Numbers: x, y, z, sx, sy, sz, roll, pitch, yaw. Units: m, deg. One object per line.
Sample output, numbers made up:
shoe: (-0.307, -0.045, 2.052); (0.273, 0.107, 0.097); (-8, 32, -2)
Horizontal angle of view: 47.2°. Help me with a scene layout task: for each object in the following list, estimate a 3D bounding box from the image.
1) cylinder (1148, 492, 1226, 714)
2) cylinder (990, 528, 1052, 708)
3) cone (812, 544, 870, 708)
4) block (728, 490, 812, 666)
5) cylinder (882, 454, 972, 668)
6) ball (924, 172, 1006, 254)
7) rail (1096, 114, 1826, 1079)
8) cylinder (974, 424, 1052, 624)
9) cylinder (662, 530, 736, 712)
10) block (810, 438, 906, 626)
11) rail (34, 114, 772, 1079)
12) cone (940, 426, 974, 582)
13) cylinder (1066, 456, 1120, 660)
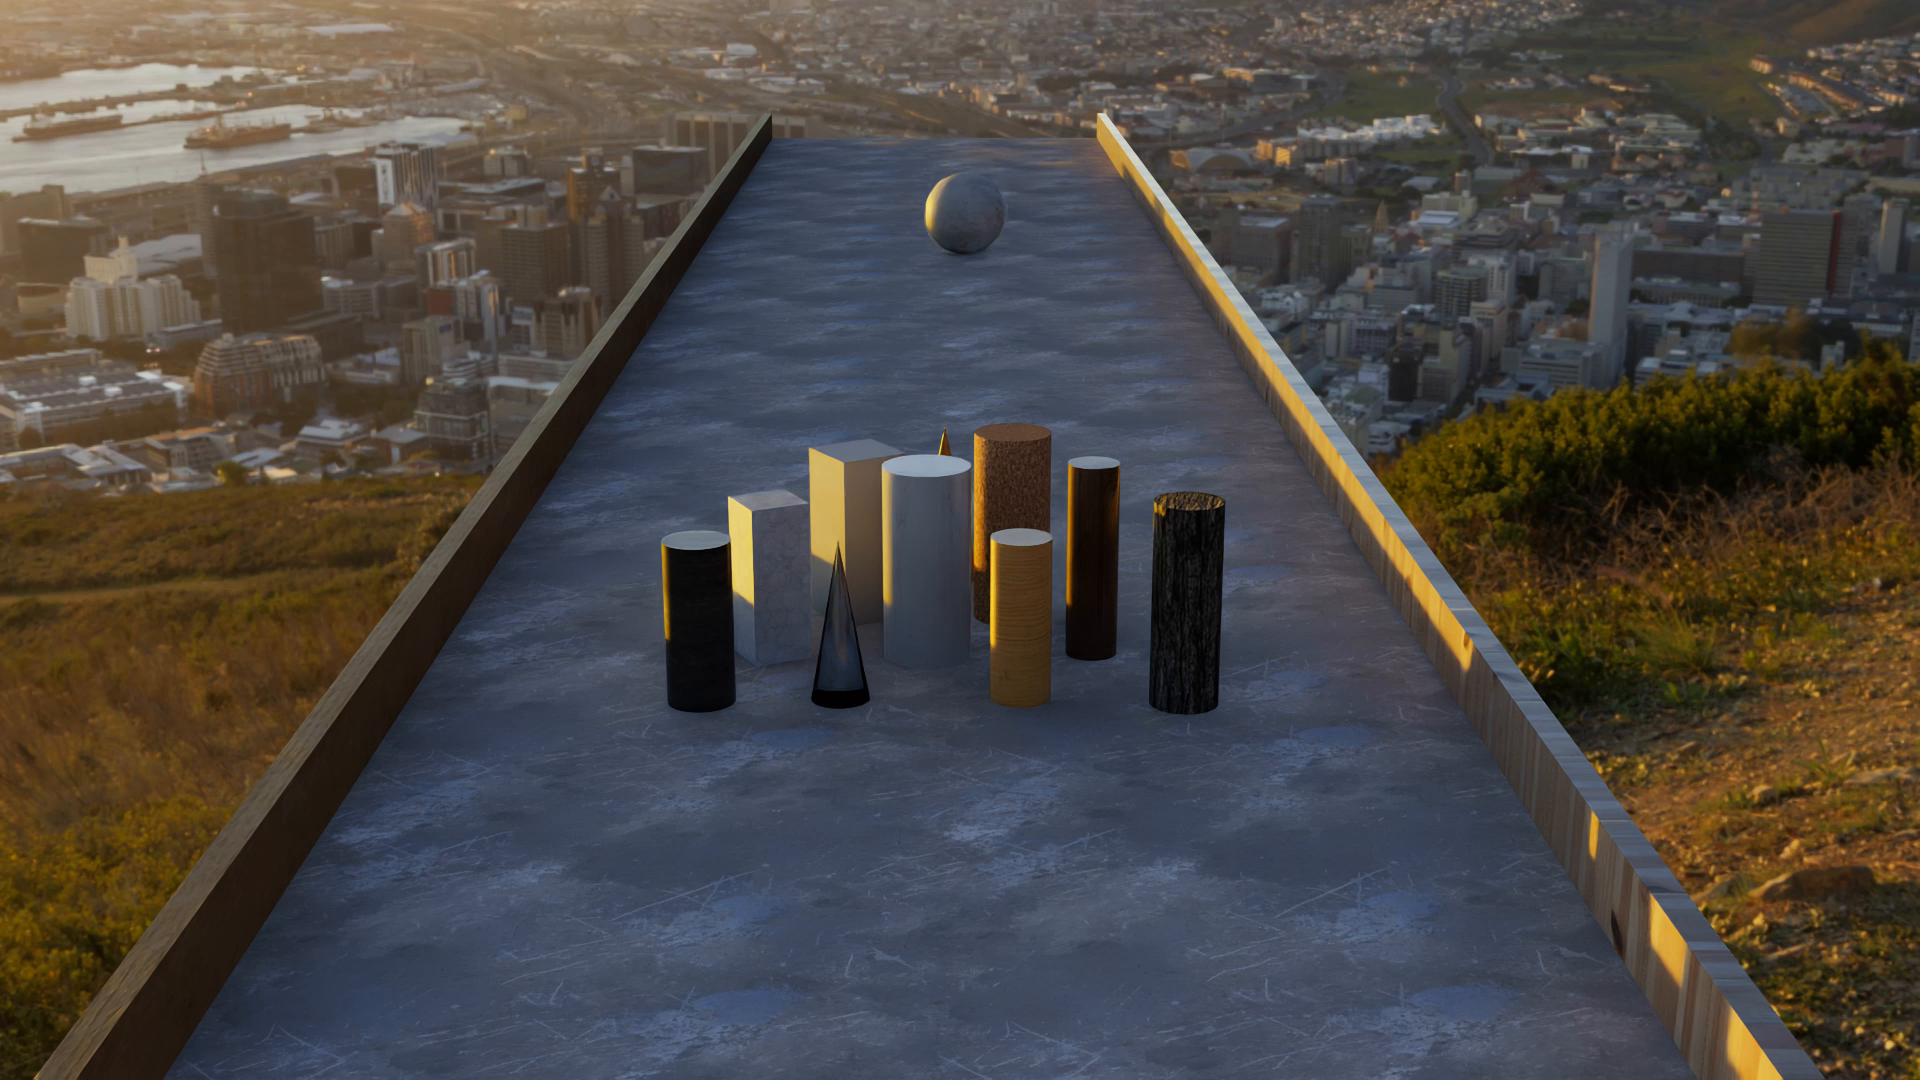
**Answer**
cylinder: (0.426, 0.118, 4.131); (0.132, 0.398, 0.132); (0, 17, 0)
cylinder: (0.115, 0.148, 4.167); (0.117, 0.320, 0.117); (0, 17, 0)
cone: (-0.229, 0.151, 4.164); (0.113, 0.317, 0.113); (0, 17, 0)
block: (-0.381, 0.075, 4.411); (0.122, 0.322, 0.122); (-8, 19, -26)
cylinder: (-0.066, 0.042, 4.397); (0.177, 0.393, 0.177); (0, 17, 0)
ball: (0.022, -1.373, 9.246); (0.340, 0.340, 0.340); (0, 17, 0)
rail: (0.932, -0.844, 7.801); (0.050, 0.150, 12.000); (0, 17, -1)
cylinder: (0.110, -0.032, 4.633); (0.161, 0.401, 0.161); (0, 17, 0)
cylinder: (-0.493, 0.153, 4.152); (0.130, 0.320, 0.130); (0, 17, 0)
block: (-0.214, -0.017, 4.656); (0.150, 0.357, 0.150); (-10, 19, -31)
rail: (-1.118, -0.838, 7.780); (0.050, 0.150, 12.000); (0, 17, -1)
cone: (-0.033, -0.086, 4.906); (0.150, 0.347, 0.150); (0, 17, 0)
cylinder: (0.265, 0.037, 4.404); (0.104, 0.397, 0.104); (0, 17, 0)
